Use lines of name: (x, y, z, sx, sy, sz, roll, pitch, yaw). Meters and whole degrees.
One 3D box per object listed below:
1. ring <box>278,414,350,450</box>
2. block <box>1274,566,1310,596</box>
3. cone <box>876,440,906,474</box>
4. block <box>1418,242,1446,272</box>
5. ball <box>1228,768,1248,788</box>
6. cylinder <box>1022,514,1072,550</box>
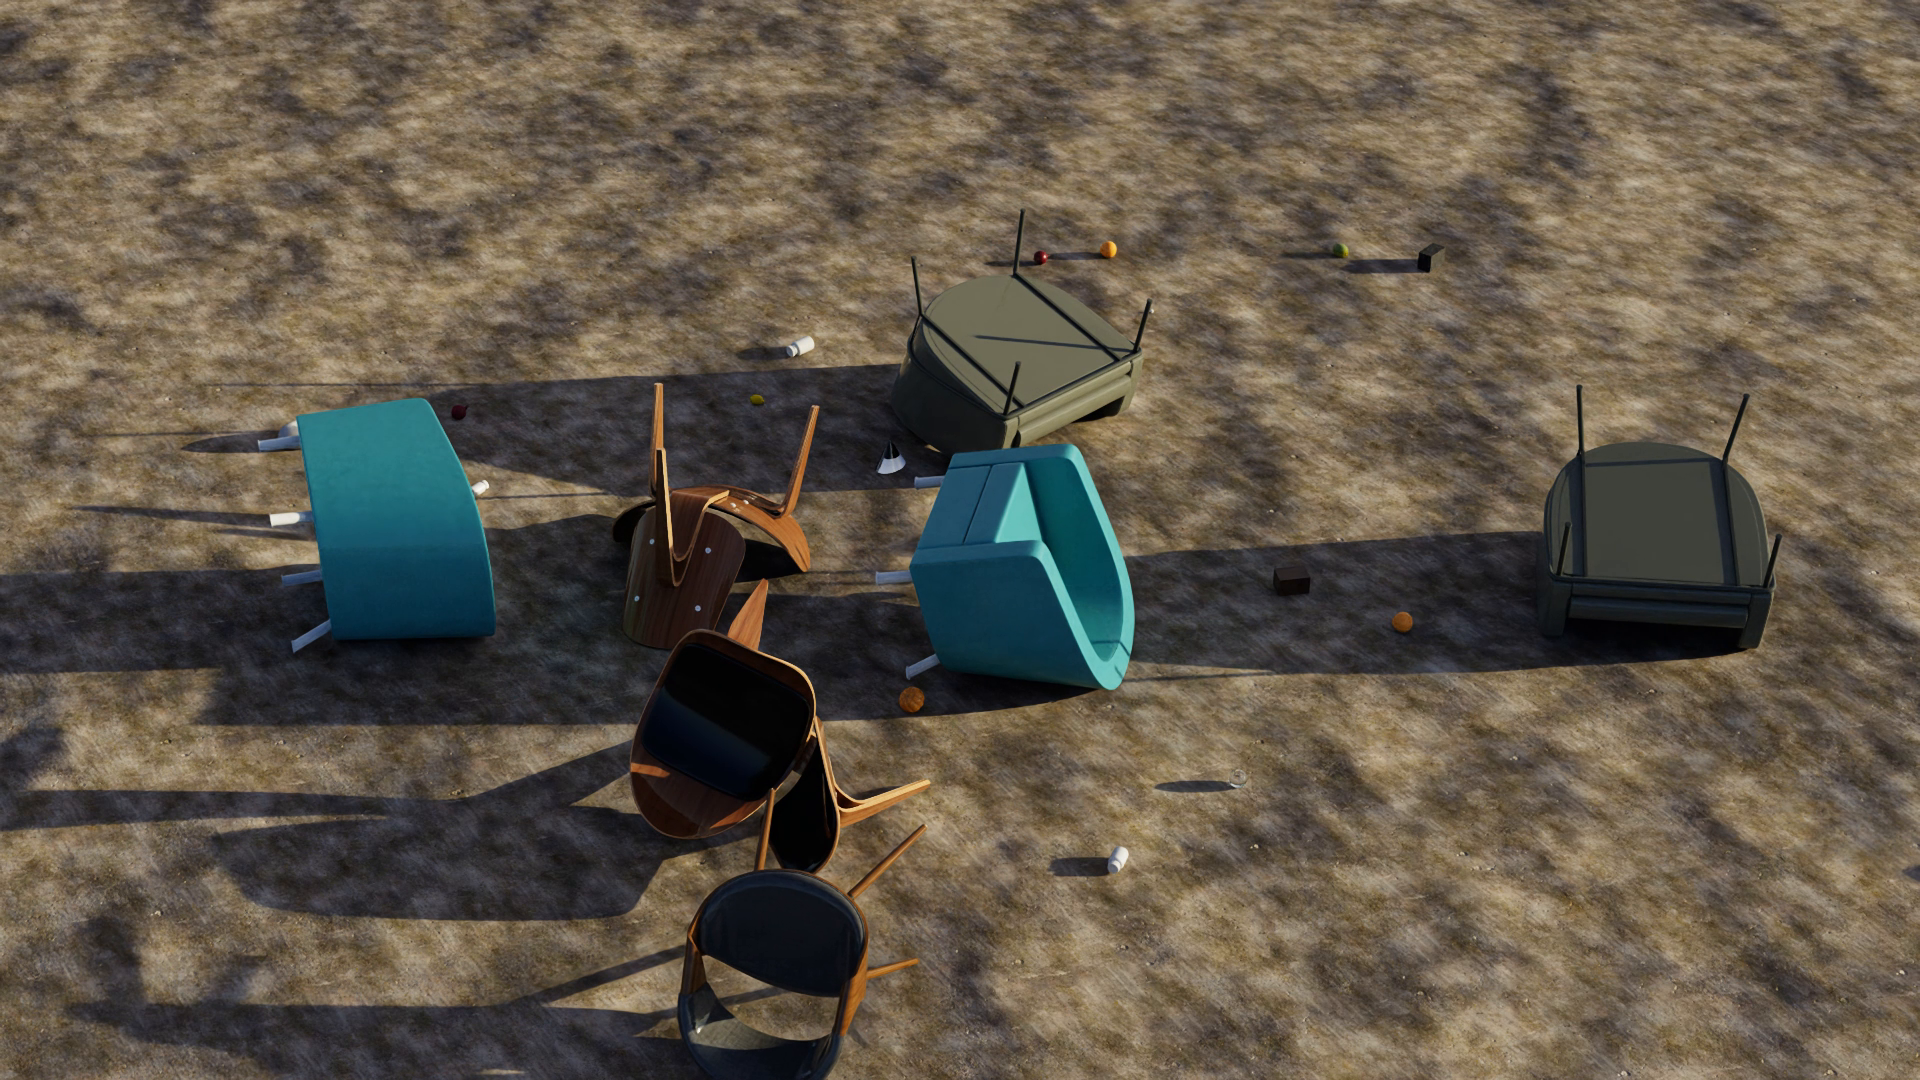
ring: (-2.533, -0.425, 11.502, 0.288, 0.098, 0.110, -13, 33, -20)
block: (1.205, 0.149, 10.656, 0.114, 0.070, 0.080, -6, 34, -9)
cone: (-0.271, -0.341, 11.351, 0.096, 0.122, 0.140, 27, 42, 34)
block: (2.047, -1.226, 12.733, 0.064, 0.079, 0.115, 24, 40, 32)
ball: (0.918, 0.788, 9.691, 0.064, 0.064, 0.064, 0, 33, 0)
cylinder: (0.323, -0.027, 10.882, 0.172, 0.113, 0.134, 6, 23, 9)
